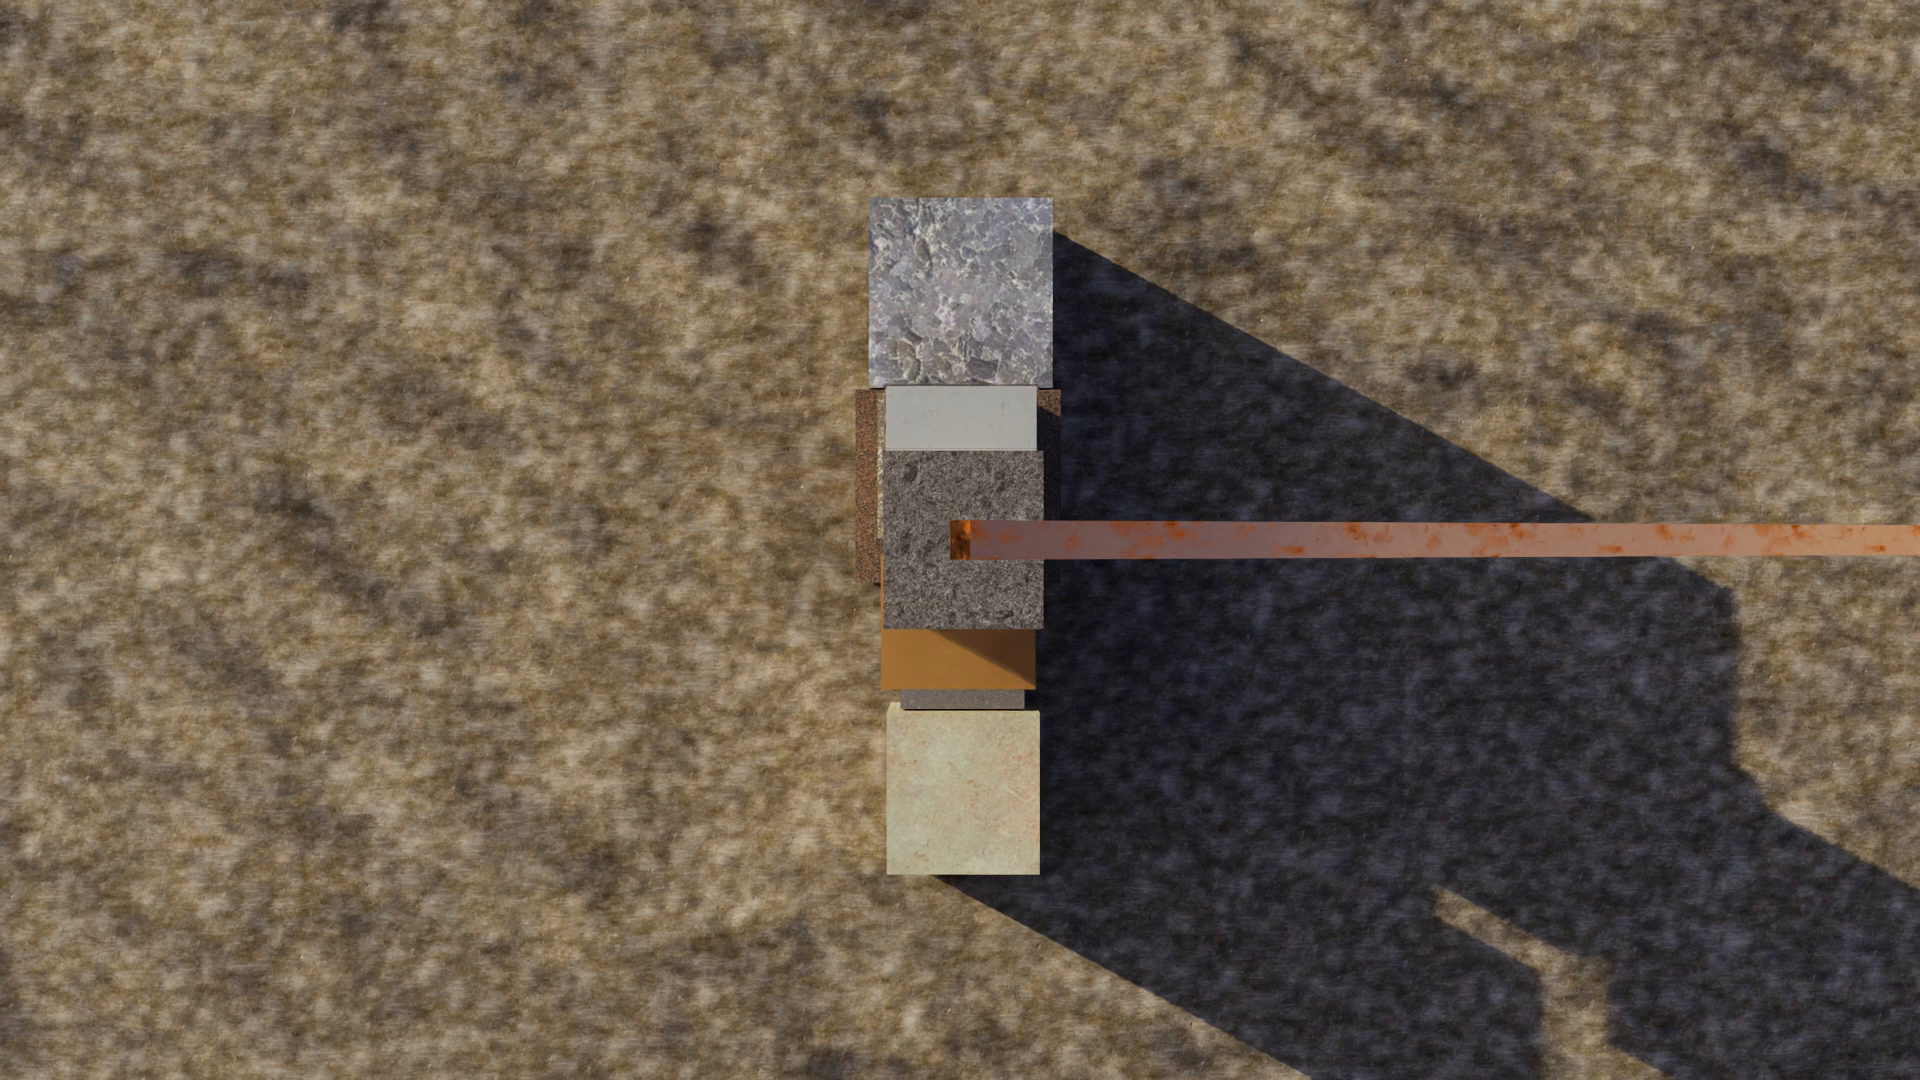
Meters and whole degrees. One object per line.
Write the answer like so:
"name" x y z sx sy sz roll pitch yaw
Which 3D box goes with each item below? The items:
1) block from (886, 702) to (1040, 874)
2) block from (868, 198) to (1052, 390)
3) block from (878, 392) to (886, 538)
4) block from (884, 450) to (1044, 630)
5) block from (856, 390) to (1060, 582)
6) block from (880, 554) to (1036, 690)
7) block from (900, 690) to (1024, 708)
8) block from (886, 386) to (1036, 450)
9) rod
"block" 0.018 1.409 12.612 0.850 0.776 0.899 0 90 0
"block" 0.004 -1.342 12.471 0.998 1.058 1.034 0 90 0
"block" -0.014 -0.378 11.561 0.812 0.714 0.741 0 90 0
"block" 0.013 -0.006 9.165 0.640 0.784 0.713 0 91 0
"block" -0.010 -0.291 12.459 1.113 1.082 1.047 0 90 0
"block" -0.008 0.385 10.740 0.730 0.742 0.638 0 90 0
"block" 0.014 0.596 12.683 0.698 0.634 0.708 0 90 0
"block" 0.007 -0.335 10.729 0.706 0.782 0.760 0 88 0
"rod" 2.234 0.000 5.795 5.200 0.080 0.080 0 90 -31
